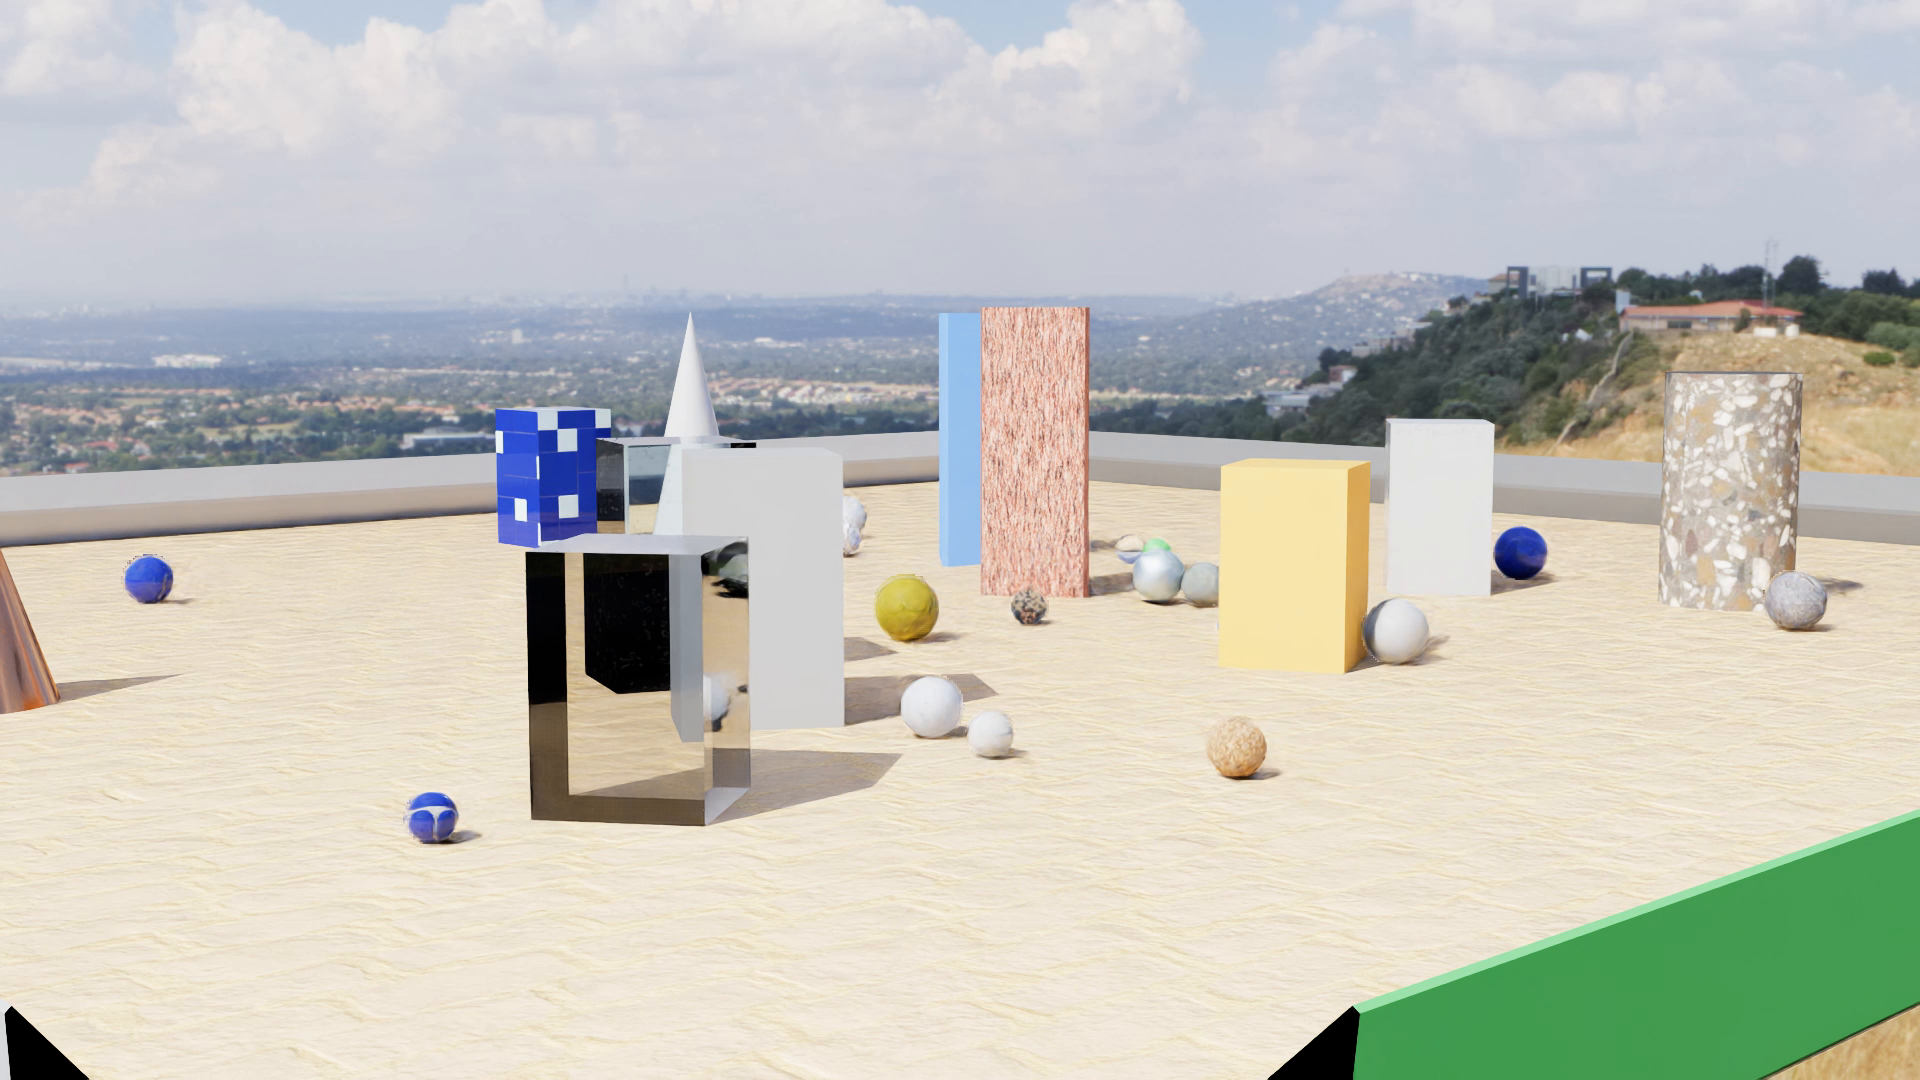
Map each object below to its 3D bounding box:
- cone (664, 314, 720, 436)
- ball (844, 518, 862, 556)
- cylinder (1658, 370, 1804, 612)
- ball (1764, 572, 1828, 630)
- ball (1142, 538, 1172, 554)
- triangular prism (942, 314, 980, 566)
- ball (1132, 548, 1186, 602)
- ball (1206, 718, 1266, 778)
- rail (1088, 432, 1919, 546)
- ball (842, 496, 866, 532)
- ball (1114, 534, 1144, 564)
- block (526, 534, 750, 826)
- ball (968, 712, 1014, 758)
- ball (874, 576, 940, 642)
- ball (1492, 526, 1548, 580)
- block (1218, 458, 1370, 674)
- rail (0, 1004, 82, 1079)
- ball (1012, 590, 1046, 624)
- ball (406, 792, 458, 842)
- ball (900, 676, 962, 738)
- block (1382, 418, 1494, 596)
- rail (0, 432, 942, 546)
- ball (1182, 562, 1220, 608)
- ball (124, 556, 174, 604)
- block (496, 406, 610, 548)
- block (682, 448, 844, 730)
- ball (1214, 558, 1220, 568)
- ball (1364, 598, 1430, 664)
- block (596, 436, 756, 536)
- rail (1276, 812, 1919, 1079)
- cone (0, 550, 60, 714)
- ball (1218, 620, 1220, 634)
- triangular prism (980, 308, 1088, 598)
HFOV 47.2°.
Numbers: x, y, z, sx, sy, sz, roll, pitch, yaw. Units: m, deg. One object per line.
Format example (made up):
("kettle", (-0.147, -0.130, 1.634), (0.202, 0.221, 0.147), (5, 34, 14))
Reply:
("cone", (-0.462, -0.172, 3.790), (0.197, 0.443, 0.197), (0, 6, 0))
("ball", (-0.215, -0.005, 3.978), (0.071, 0.071, 0.071), (0, 6, 0))
("cylinder", (1.169, -0.078, 3.340), (0.197, 0.350, 0.197), (0, 6, 0))
("ball", (1.166, 0.085, 3.067), (0.082, 0.082, 0.082), (0, 6, 0))
("ball", (0.344, 0.021, 3.837), (0.049, 0.049, 0.049), (0, 6, 0))
("triangular prism", (0.006, -0.183, 3.914), (0.171, 0.439, 0.148), (-4, 7, -33))
("ball", (0.302, 0.053, 3.341), (0.081, 0.081, 0.081), (0, 6, 0))
("ball", (0.264, 0.199, 2.101), (0.057, 0.057, 0.057), (0, 6, 0))
("rail", (1.383, -0.099, 4.601), (0.045, 0.128, 3.684), (-5, 8, -42))
("ball", (-0.224, -0.044, 4.300), (0.084, 0.084, 0.084), (0, 6, 0))
("ball", (0.299, 0.016, 3.870), (0.053, 0.053, 0.053), (0, 6, 0))
("block", (-0.286, 0.121, 1.979), (0.158, 0.237, 0.158), (1, 6, 9))
("ball", (0.031, 0.194, 2.194), (0.046, 0.046, 0.046), (0, 6, 0))
("ball", (-0.071, 0.093, 2.964), (0.088, 0.088, 0.088), (0, 6, 0))
("ball", (0.928, 0.021, 3.642), (0.089, 0.089, 0.089), (0, 6, 0))
("block", (0.426, 0.029, 2.789), (0.158, 0.252, 0.158), (2, 6, 20))
("rail", (-1.383, 0.166, 2.063), (0.045, 0.128, 3.684), (-5, 8, -42))
("ball", (0.098, 0.095, 3.122), (0.051, 0.051, 0.051), (0, 6, 0))
("ball", (-0.443, 0.232, 1.845), (0.043, 0.043, 0.043), (0, 6, 0))
("ball", (-0.030, 0.174, 2.297), (0.064, 0.064, 0.064), (0, 6, 0))
("block", (0.762, -0.055, 3.513), (0.158, 0.268, 0.158), (1, 6, 8))
("rail", (-1.233, -0.106, 4.661), (3.810, 0.128, 0.045), (-5, 8, -42))
("ball", (0.367, 0.067, 3.309), (0.067, 0.067, 0.067), (0, 6, 0))
("ball", (-1.233, 0.061, 3.343), (0.072, 0.072, 0.072), (0, 6, 0))
("block", (-0.776, -0.122, 4.205), (0.158, 0.257, 0.158), (-5, 8, -41))
("block", (-0.217, 0.050, 2.403), (0.158, 0.291, 0.158), (-1, 6, -11))
("ball", (0.430, 0.053, 3.429), (0.071, 0.071, 0.071), (0, 6, 0))
("ball", (0.551, 0.115, 2.779), (0.082, 0.082, 0.082), (0, 6, 0))
("block", (-0.348, 0.021, 2.700), (0.158, 0.286, 0.158), (-3, 6, -23))
("rail", (1.233, 0.172, 2.003), (3.810, 0.128, 0.045), (-5, 8, -42))
("cone", (-1.128, 0.034, 2.484), (0.197, 0.306, 0.197), (0, 6, 0))
("ball", (0.369, 0.115, 2.933), (0.050, 0.050, 0.050), (0, 6, 0))
("triangular prism", (0.135, -0.143, 3.482), (0.171, 0.449, 0.148), (2, 6, 16))
